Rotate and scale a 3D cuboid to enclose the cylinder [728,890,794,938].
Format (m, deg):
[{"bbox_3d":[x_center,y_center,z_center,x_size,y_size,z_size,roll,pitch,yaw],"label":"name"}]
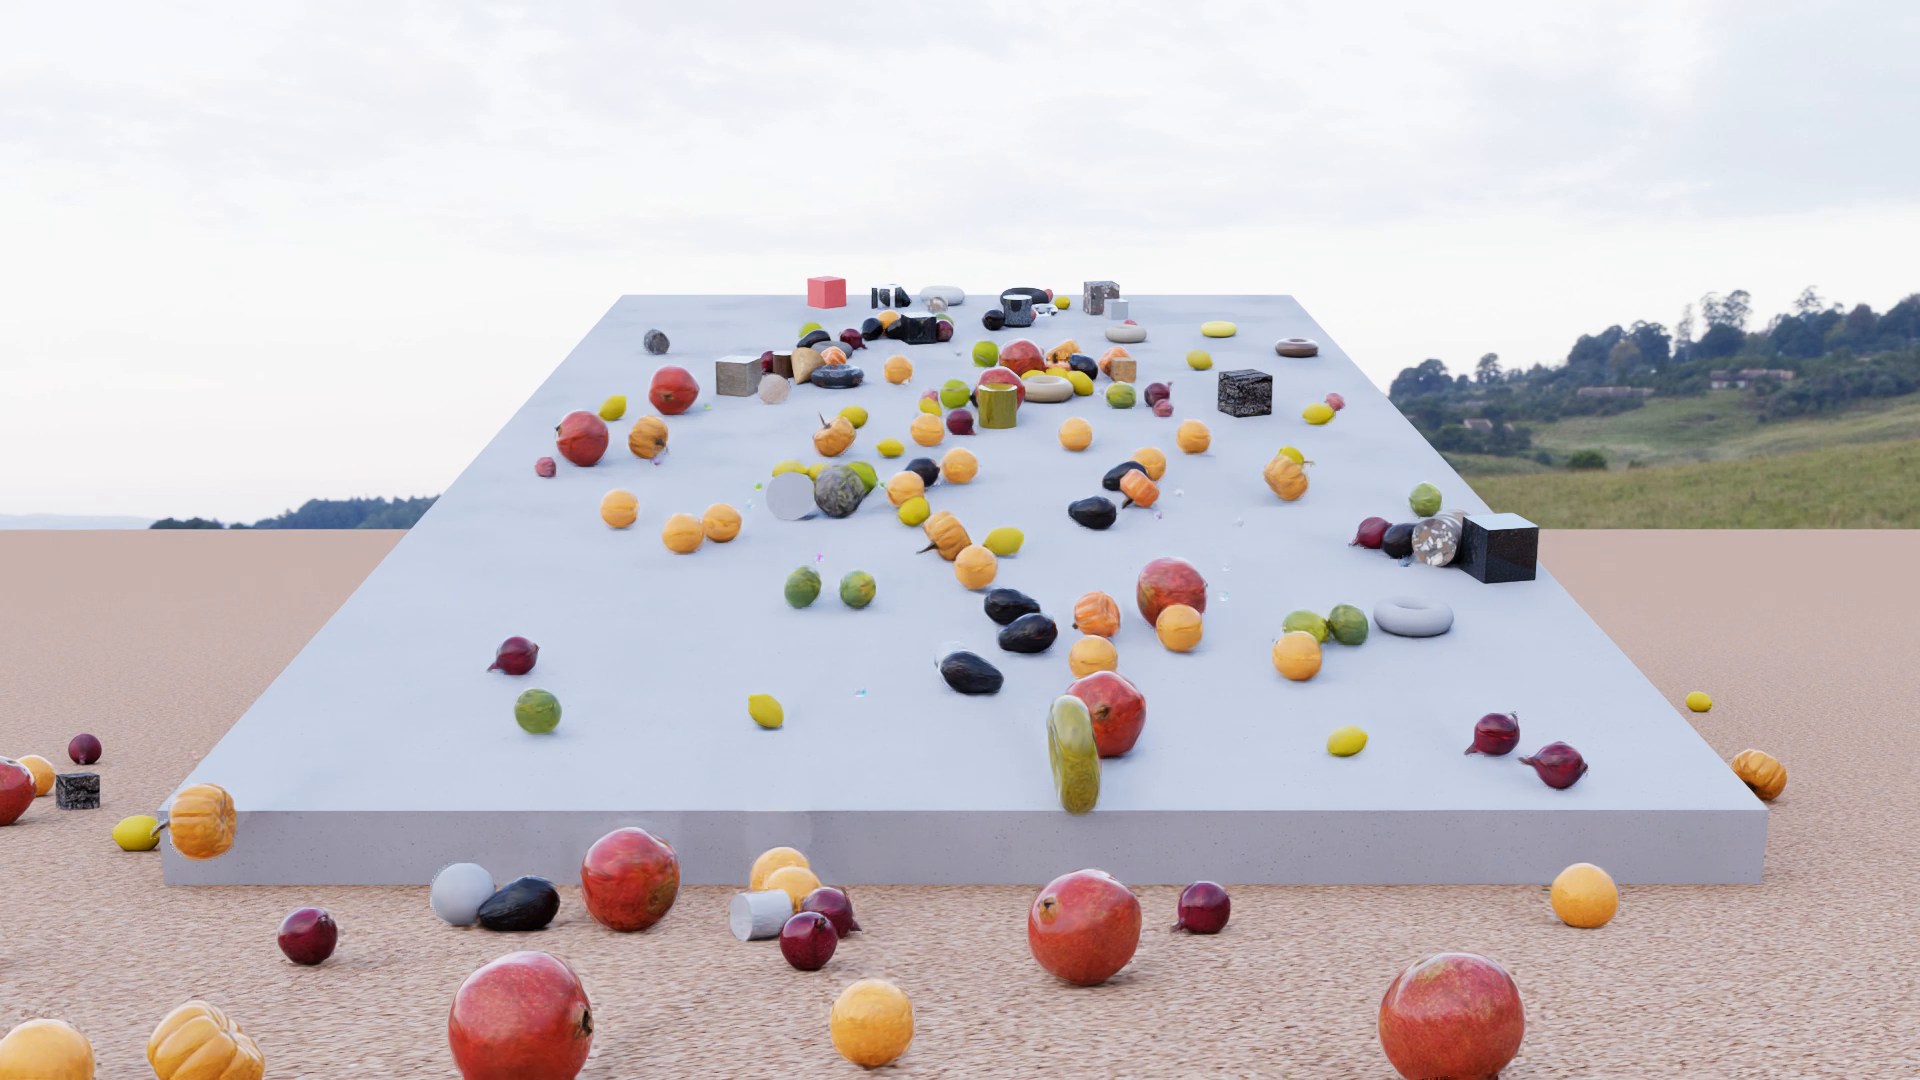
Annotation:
[{"bbox_3d":[-0.217,0.409,2.400,0.051,0.051,0.051,14,-9,-39],"label":"cylinder"}]

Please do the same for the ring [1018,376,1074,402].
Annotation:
[{"bbox_3d":[0.199,-0.351,5.118,0.134,0.045,0.134,0,17,0],"label":"ring"}]

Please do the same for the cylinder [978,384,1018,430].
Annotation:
[{"bbox_3d":[0.083,-0.294,4.838,0.085,0.085,0.085,0,16,0],"label":"cylinder"}]

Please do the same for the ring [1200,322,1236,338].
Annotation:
[{"bbox_3d":[0.697,-0.568,5.923,0.098,0.033,0.098,-1,15,0],"label":"ring"}]

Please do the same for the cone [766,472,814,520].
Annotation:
[{"bbox_3d":[-0.310,-0.072,4.118,0.092,0.092,0.092,0,-11,6],"label":"cone"}]

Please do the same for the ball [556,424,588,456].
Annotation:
[{"bbox_3d":[-0.804,-0.207,4.556,0.066,0.066,0.066,0,0,0],"label":"ball"}]

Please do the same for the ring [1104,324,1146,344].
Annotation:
[{"bbox_3d":[0.440,-0.548,5.844,0.112,0.037,0.112,1,15,0],"label":"ring"}]

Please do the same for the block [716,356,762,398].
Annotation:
[{"bbox_3d":[-0.520,-0.386,5.173,0.081,0.081,0.081,6,17,20],"label":"block"}]

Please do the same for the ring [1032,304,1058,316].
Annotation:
[{"bbox_3d":[0.235,-0.651,6.230,0.083,0.028,0.083,-1,15,0],"label":"ring"}]

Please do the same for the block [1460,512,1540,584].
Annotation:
[{"bbox_3d":[0.911,0.014,3.716,0.093,0.093,0.093,-4,16,-13],"label":"block"}]

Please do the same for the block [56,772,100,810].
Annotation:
[{"bbox_3d":[-1.402,0.400,3.497,0.053,0.053,0.053,0,1,-38],"label":"block"}]

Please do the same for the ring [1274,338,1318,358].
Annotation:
[{"bbox_3d":[0.866,-0.495,5.652,0.113,0.038,0.113,1,15,0],"label":"ring"}]

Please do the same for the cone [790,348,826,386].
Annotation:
[{"bbox_3d":[-0.380,-0.400,5.299,0.091,0.091,0.091,0,41,21],"label":"cone"}]

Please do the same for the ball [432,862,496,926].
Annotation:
[{"bbox_3d":[-0.557,0.397,2.468,0.070,0.070,0.070,0,0,0],"label":"ball"}]

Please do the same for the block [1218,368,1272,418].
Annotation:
[{"bbox_3d":[0.643,-0.332,4.967,0.089,0.089,0.089,-6,17,-22],"label":"block"}]

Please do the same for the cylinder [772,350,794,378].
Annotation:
[{"bbox_3d":[-0.429,-0.428,5.371,0.057,0.057,0.057,0,15,0],"label":"cylinder"}]

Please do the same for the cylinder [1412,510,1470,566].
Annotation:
[{"bbox_3d":[0.838,-0.004,3.795,0.085,0.085,0.085,0,12,41],"label":"cylinder"}]

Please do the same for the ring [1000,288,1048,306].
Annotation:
[{"bbox_3d":[0.186,-0.697,6.359,0.141,0.047,0.141,0,19,0],"label":"ring"}]

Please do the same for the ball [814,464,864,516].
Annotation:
[{"bbox_3d":[-0.226,-0.092,4.089,0.095,0.095,0.095,0,0,0],"label":"ball"}]

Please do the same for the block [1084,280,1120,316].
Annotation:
[{"bbox_3d":[0.402,-0.689,6.262,0.084,0.084,0.084,-3,16,-11],"label":"block"}]

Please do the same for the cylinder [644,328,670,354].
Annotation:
[{"bbox_3d":[-0.781,-0.510,5.663,0.057,0.057,0.057,0,19,-24],"label":"cylinder"}]

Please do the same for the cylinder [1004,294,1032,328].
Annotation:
[{"bbox_3d":[0.158,-0.630,6.059,0.078,0.078,0.078,0,16,0],"label":"cylinder"}]

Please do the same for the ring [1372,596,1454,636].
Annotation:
[{"bbox_3d":[0.708,0.118,3.438,0.125,0.042,0.125,0,14,0],"label":"ring"}]

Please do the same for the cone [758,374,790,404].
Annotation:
[{"bbox_3d":[-0.432,-0.339,5.095,0.072,0.072,0.072,0,-11,-5],"label":"cone"}]

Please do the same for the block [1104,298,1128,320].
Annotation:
[{"bbox_3d":[0.438,-0.647,6.172,0.051,0.051,0.051,-5,16,-19],"label":"block"}]

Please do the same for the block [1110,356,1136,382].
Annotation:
[{"bbox_3d":[0.396,-0.412,5.326,0.052,0.052,0.052,-2,16,-8],"label":"block"}]

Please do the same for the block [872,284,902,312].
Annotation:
[{"bbox_3d":[-0.211,-0.697,6.327,0.064,0.064,0.064,9,18,29],"label":"block"}]

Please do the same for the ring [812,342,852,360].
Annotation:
[{"bbox_3d":[-0.327,-0.483,5.608,0.107,0.036,0.107,1,16,0],"label":"ring"}]

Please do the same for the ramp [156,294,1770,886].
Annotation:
[{"bbox_3d":[-0.002,-0.152,4.669,2.000,0.100,4.000,0,16,0],"label":"ramp"}]

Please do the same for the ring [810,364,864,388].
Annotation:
[{"bbox_3d":[-0.294,-0.393,5.273,0.129,0.043,0.129,-1,15,0],"label":"ring"}]

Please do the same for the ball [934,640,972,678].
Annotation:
[{"bbox_3d":[-0.011,0.175,3.205,0.055,0.055,0.055,0,0,0],"label":"ball"}]

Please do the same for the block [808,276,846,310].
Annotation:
[{"bbox_3d":[-0.386,-0.718,6.370,0.080,0.080,0.080,-13,20,-40],"label":"block"}]

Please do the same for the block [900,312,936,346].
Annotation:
[{"bbox_3d":[-0.110,-0.559,5.814,0.073,0.073,0.073,-6,17,-20],"label":"block"}]

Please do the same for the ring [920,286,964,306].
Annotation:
[{"bbox_3d":[-0.052,-0.714,6.424,0.134,0.045,0.134,1,16,0],"label":"ring"}]
